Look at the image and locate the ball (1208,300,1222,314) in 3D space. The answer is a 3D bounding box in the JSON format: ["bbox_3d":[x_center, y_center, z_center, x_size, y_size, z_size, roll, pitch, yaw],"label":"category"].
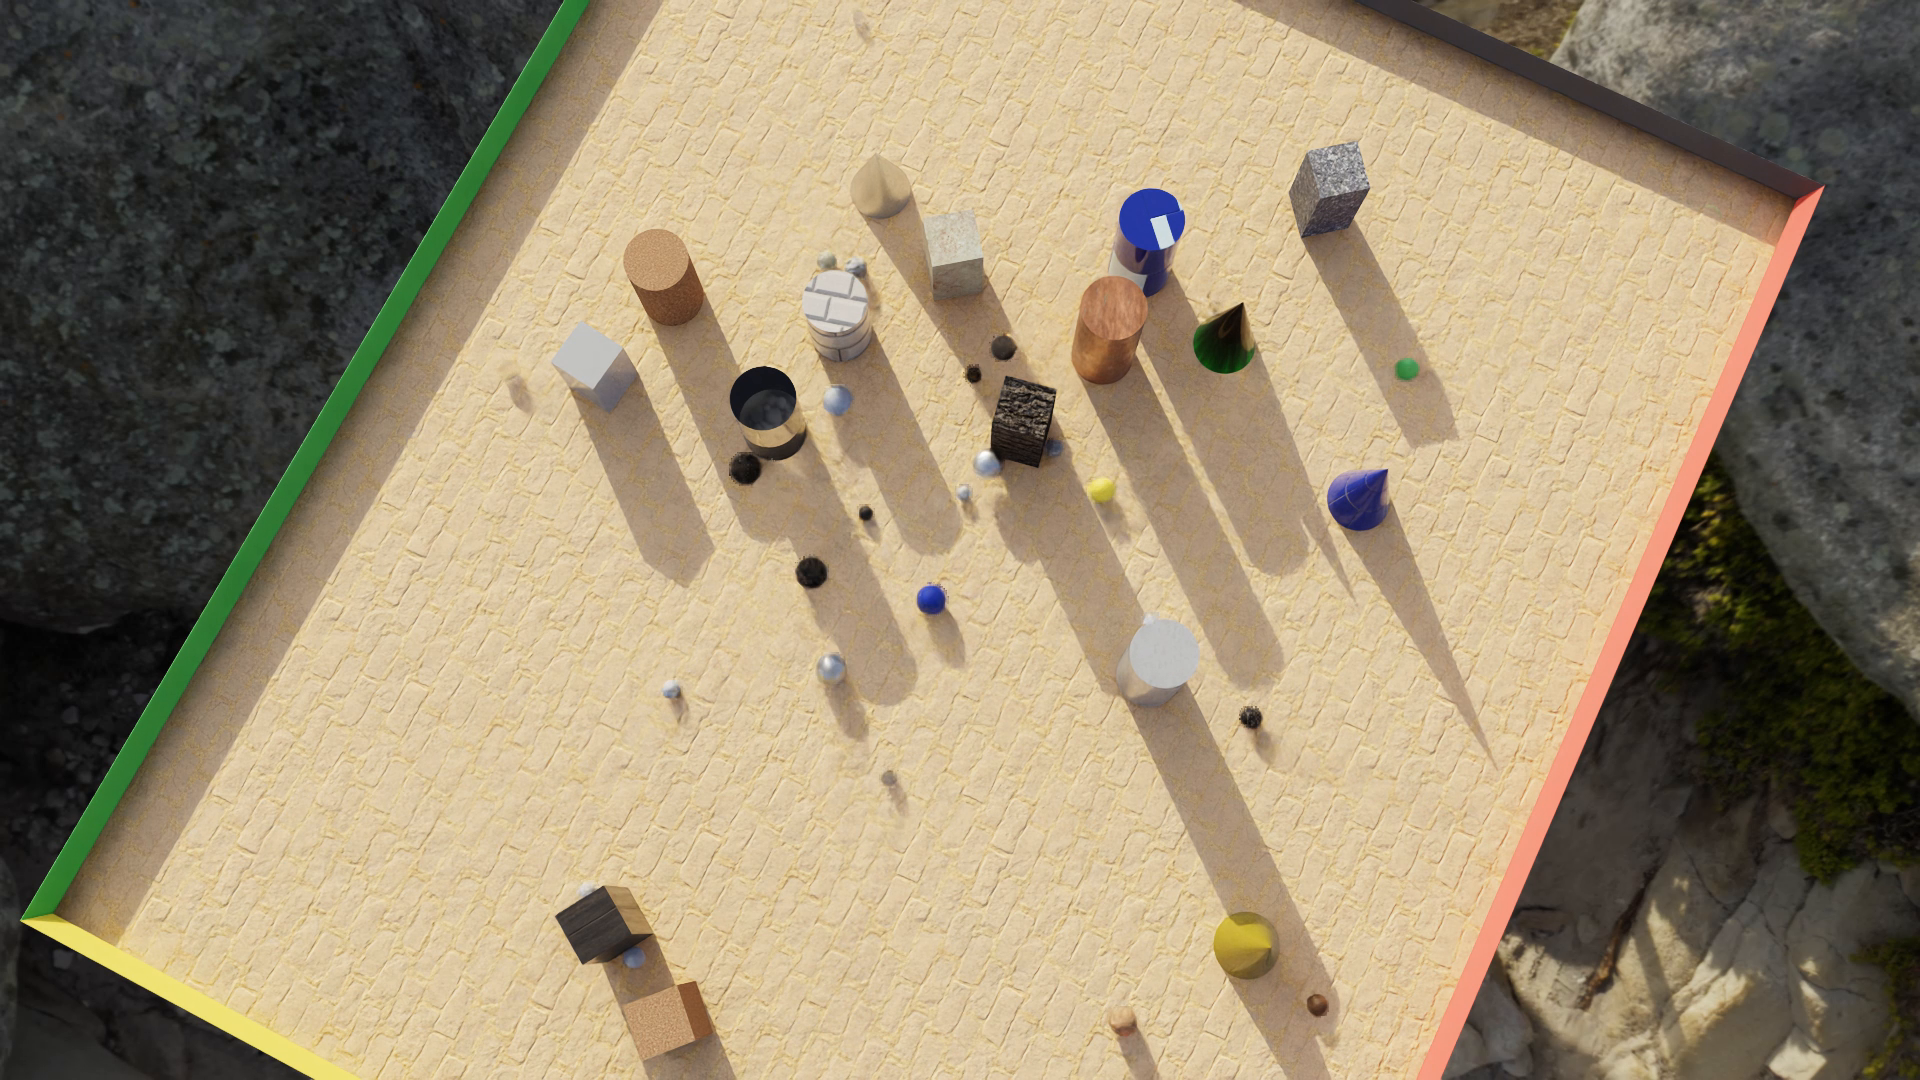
[{"bbox_3d":[0.799,-0.727,5.741,0.043,0.043,0.043,0,78,0],"label":"ball"}]

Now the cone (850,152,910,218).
[{"bbox_3d":[-0.254,-1.146,5.703,0.195,0.295,0.195,0,78,0],"label":"cone"}]

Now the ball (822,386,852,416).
[{"bbox_3d":[-0.379,-0.431,5.658,0.092,0.092,0.092,0,78,0],"label":"ball"}]

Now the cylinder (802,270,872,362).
[{"bbox_3d":[-0.373,-0.683,5.608,0.195,0.293,0.195,0,78,0],"label":"cylinder"}]

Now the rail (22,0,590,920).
[{"bbox_3d":[-1.689,-0.820,5.721,0.045,0.127,4.422,26,80,5],"label":"rail"}]

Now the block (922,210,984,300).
[{"bbox_3d":[-0.021,-0.874,5.639,0.156,0.310,0.156,-11,79,-2],"label":"block"}]

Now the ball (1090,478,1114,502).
[{"bbox_3d":[0.435,-0.153,5.608,0.078,0.078,0.078,0,78,0],"label":"ball"}]

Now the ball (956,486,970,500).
[{"bbox_3d":[0.011,-0.143,5.623,0.044,0.044,0.044,0,78,0],"label":"ball"}]

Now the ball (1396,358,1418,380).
[{"bbox_3d":[1.390,-0.531,5.691,0.069,0.069,0.069,0,78,0],"label":"ball"}]

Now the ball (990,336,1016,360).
[{"bbox_3d":[0.135,-0.597,5.699,0.080,0.080,0.080,0,78,0],"label":"ball"}]

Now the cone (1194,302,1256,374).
[{"bbox_3d":[0.828,-0.655,5.548,0.195,0.401,0.195,0,78,0],"label":"cone"}]

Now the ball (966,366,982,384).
[{"bbox_3d":[0.044,-0.513,5.697,0.051,0.051,0.051,0,78,0],"label":"ball"}]

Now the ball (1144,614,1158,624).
[{"bbox_3d":[0.579,0.247,5.541,0.048,0.048,0.048,0,78,0],"label":"ball"}]

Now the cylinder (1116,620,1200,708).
[{"bbox_3d":[0.568,0.362,5.309,0.195,0.455,0.195,0,78,0],"label":"cylinder"}]

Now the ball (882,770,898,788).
[{"bbox_3d":[-0.209,0.710,5.443,0.052,0.052,0.052,0,78,0],"label":"ball"}]

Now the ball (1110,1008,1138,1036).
[{"bbox_3d":[0.472,1.390,5.288,0.081,0.081,0.081,0,78,0],"label":"ball"}]

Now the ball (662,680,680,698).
[{"bbox_3d":[-0.867,0.449,5.495,0.055,0.055,0.055,0,78,0],"label":"ball"}]

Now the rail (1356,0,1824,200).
[{"bbox_3d":[0.978,-1.909,5.946,3.824,0.127,0.045,26,80,5],"label":"rail"}]

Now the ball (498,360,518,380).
[{"bbox_3d":[-1.405,-0.529,5.695,0.061,0.061,0.061,0,78,0],"label":"ball"}]

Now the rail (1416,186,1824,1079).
[{"bbox_3d":[1.689,0.834,5.378,0.045,0.127,4.422,26,80,5],"label":"rail"}]

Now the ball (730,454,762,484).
[{"bbox_3d":[-0.654,-0.217,5.613,0.094,0.094,0.094,0,78,0],"label":"ball"}]

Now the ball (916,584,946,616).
[{"bbox_3d":[-0.087,0.181,5.532,0.091,0.091,0.091,0,78,0],"label":"ball"}]

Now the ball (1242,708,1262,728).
[{"bbox_3d":[0.872,0.531,5.474,0.064,0.064,0.064,0,78,0],"label":"ball"}]

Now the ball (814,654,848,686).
[{"bbox_3d":[-0.387,0.389,5.486,0.097,0.097,0.097,0,78,0],"label":"ball"}]

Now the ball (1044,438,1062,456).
[{"bbox_3d":[0.287,-0.284,5.626,0.058,0.058,0.058,0,78,0],"label":"ball"}]

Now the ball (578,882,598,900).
[{"bbox_3d":[-1.090,1.032,5.372,0.060,0.060,0.060,0,78,0],"label":"ball"}]

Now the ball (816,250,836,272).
[{"bbox_3d":[-0.420,-0.878,5.765,0.064,0.064,0.064,0,78,0],"label":"ball"}]

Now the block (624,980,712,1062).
[{"bbox_3d":[-0.818,1.348,5.154,0.156,0.359,0.156,-20,79,-4],"label":"block"}]

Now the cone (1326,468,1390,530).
[{"bbox_3d":[1.227,-0.164,5.446,0.195,0.399,0.195,0,78,0],"label":"cone"}]

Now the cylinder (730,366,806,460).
[{"bbox_3d":[-0.573,-0.376,5.511,0.195,0.360,0.195,0,78,0],"label":"cylinder"}]

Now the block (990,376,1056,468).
[{"bbox_3d":[0.188,-0.352,5.511,0.156,0.349,0.156,15,79,3],"label":"block"}]

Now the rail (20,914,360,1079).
[{"bbox_3d":[-0.978,1.923,5.153,3.824,0.127,0.045,26,80,5],"label":"rail"}]

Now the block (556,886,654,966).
[{"bbox_3d":[-1.004,1.092,5.199,0.156,0.375,0.156,-31,80,-6],"label":"block"}]

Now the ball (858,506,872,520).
[{"bbox_3d":[-0.289,-0.083,5.611,0.044,0.044,0.044,0,78,0],"label":"ball"}]

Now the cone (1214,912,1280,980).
[{"bbox_3d":[0.840,1.145,5.160,0.195,0.429,0.195,0,78,0],"label":"cone"}]

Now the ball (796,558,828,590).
[{"bbox_3d":[-0.450,0.100,5.546,0.097,0.097,0.097,0,78,0],"label":"ball"}]

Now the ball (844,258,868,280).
[{"bbox_3d":[-0.327,-0.851,5.755,0.074,0.074,0.074,0,78,0],"label":"ball"}]

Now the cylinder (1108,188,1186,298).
[{"bbox_3d":[0.565,-0.899,5.588,0.195,0.420,0.195,0,78,0],"label":"cylinder"}]

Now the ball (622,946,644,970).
[{"bbox_3d":[-0.949,1.216,5.333,0.063,0.063,0.063,0,78,0],"label":"ball"}]

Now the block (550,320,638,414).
[{"bbox_3d":[-1.112,-0.526,5.591,0.156,0.263,0.156,33,80,6],"label":"block"}]

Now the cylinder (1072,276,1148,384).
[{"bbox_3d":[0.445,-0.625,5.515,0.195,0.452,0.195,0,78,0],"label":"cylinder"}]

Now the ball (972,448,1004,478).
[{"bbox_3d":[0.084,-0.235,5.577,0.095,0.095,0.095,0,78,0],"label":"ball"}]

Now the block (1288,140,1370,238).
[{"bbox_3d":[1.140,-1.082,5.674,0.156,0.327,0.156,-12,79,-2],"label":"block"}]

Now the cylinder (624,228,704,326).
[{"bbox_3d":[-0.905,-0.801,5.614,0.195,0.330,0.195,0,78,0],"label":"cylinder"}]

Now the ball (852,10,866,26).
[{"bbox_3d":[-0.328,-1.692,5.944,0.046,0.046,0.046,0,78,0],"label":"ball"}]

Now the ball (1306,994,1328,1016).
[{"bbox_3d":[1.035,1.346,5.307,0.060,0.060,0.060,0,78,0],"label":"ball"}]
